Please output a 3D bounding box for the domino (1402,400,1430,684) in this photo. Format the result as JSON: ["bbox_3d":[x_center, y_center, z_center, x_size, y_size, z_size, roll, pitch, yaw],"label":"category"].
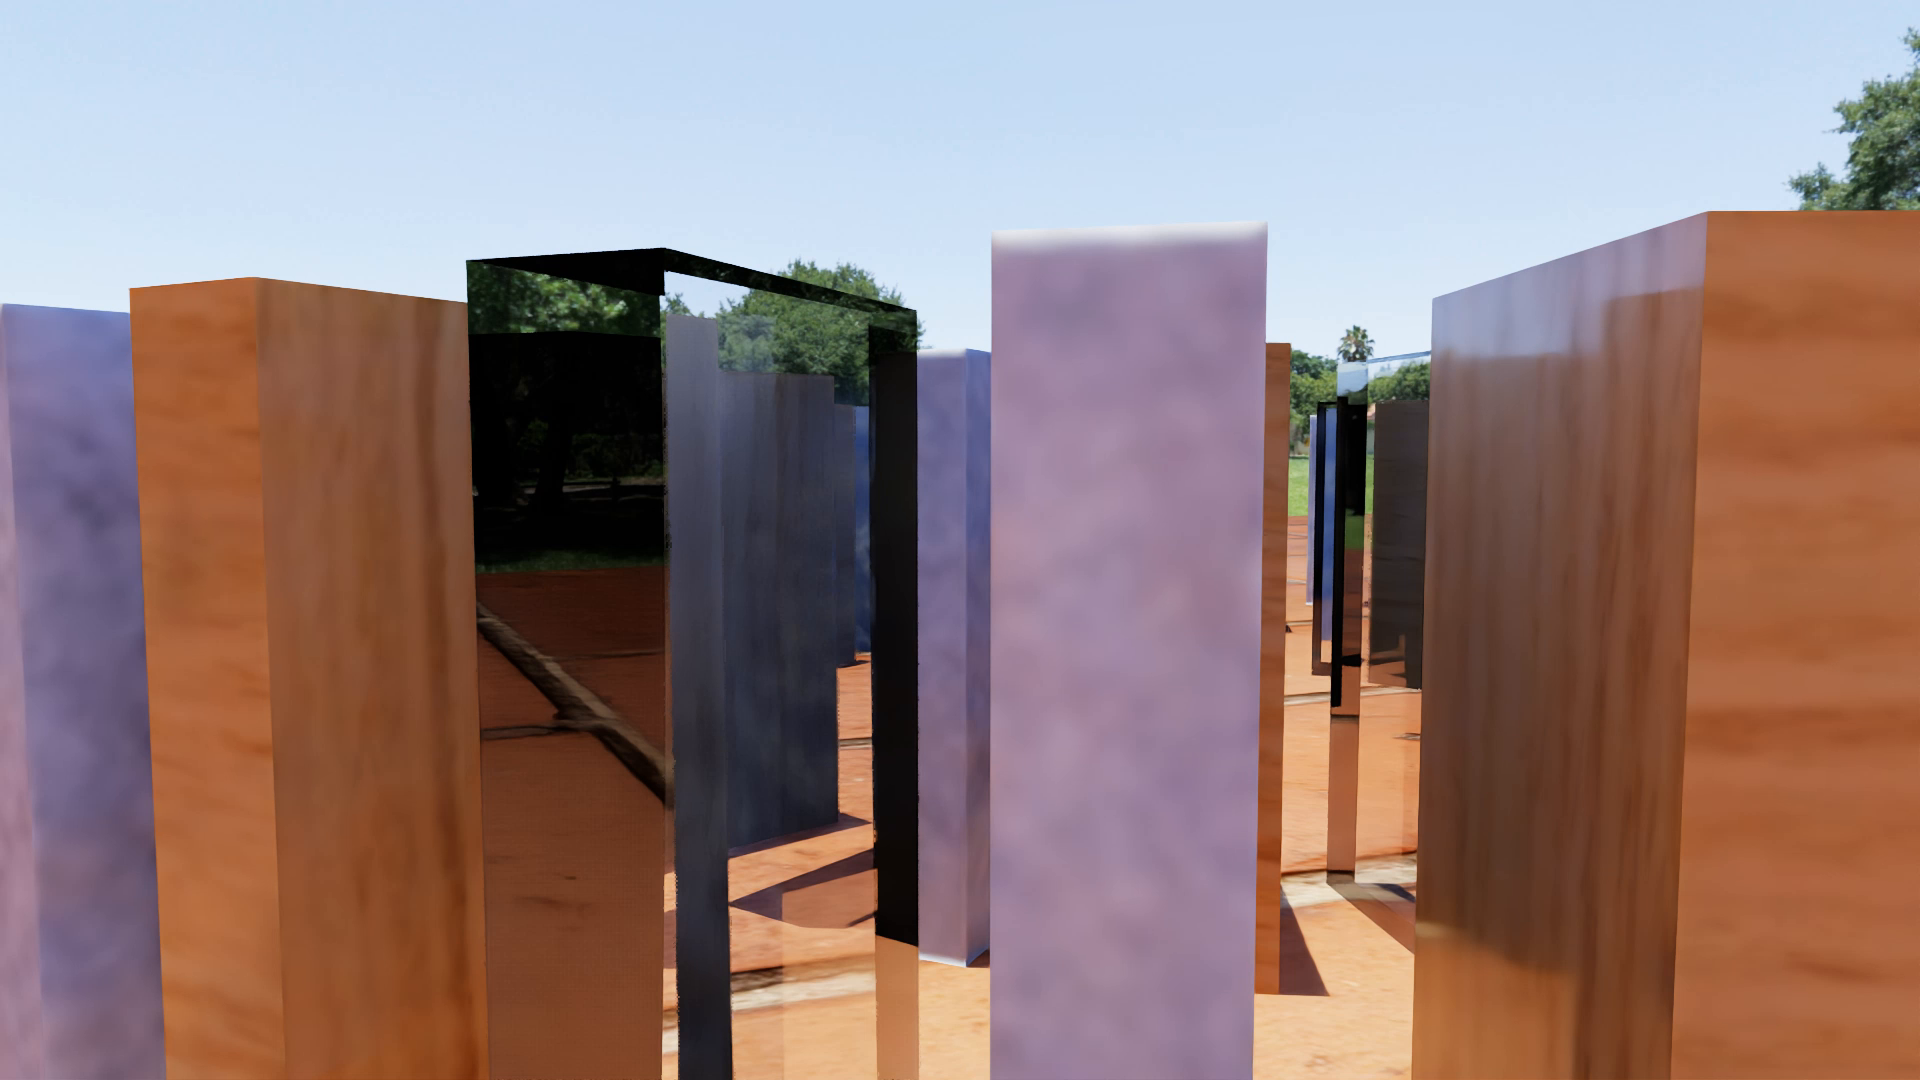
[{"bbox_3d":[0.091,0.000,0.233,0.009,0.050,0.025,4,6,44],"label":"domino"}]

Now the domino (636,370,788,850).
[{"bbox_3d":[-0.032,0.007,0.140,0.025,0.050,0.009,-4,6,-43],"label":"domino"}]

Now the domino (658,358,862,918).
[{"bbox_3d":[-0.016,0.008,0.126,0.010,0.050,0.025,3,5,36],"label":"domino"}]

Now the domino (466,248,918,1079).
[{"bbox_3d":[-0.011,0.013,0.064,0.009,0.050,0.025,2,5,21],"label":"domino"}]

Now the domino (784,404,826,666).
[{"bbox_3d":[-0.039,-0.002,0.255,0.025,0.050,0.009,3,5,35],"label":"domino"}]

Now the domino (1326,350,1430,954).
[{"bbox_3d":[0.042,0.009,0.111,0.009,0.050,0.025,-1,4,-8],"label":"domino"}]

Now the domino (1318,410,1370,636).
[{"bbox_3d":[0.089,-0.005,0.296,0.009,0.050,0.025,1,5,18],"label":"domino"}]

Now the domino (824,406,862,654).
[{"bbox_3d":[-0.026,-0.003,0.271,0.010,0.050,0.025,-4,6,-45],"label":"domino"}]

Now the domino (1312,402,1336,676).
[{"bbox_3d":[0.074,-0.001,0.244,0.009,0.050,0.025,2,5,22],"label":"domino"}]

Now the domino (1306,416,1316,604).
[{"bbox_3d":[0.100,-0.009,0.349,0.009,0.050,0.025,1,4,15],"label":"domino"}]

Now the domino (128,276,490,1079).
[{"bbox_3d":[-0.030,0.012,0.073,0.009,0.050,0.025,2,5,27],"label":"domino"}]

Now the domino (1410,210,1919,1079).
[{"bbox_3d":[0.029,0.013,0.056,0.009,0.050,0.025,0,4,1],"label":"domino"}]

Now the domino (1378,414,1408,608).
[{"bbox_3d":[0.119,-0.008,0.342,0.009,0.050,0.025,2,5,26],"label":"domino"}]

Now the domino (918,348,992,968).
[{"bbox_3d":[0.001,0.009,0.116,0.009,0.050,0.025,2,5,25],"label":"domino"}]

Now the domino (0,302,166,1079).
[{"bbox_3d":[-0.048,0.011,0.083,0.009,0.050,0.025,3,5,34],"label":"domino"}]

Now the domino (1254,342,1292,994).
[{"bbox_3d":[0.021,0.009,0.110,0.009,0.050,0.025,0,4,6],"label":"domino"}]

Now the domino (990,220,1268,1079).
[{"bbox_3d":[0.008,0.013,0.058,0.009,0.050,0.025,1,4,13],"label":"domino"}]
